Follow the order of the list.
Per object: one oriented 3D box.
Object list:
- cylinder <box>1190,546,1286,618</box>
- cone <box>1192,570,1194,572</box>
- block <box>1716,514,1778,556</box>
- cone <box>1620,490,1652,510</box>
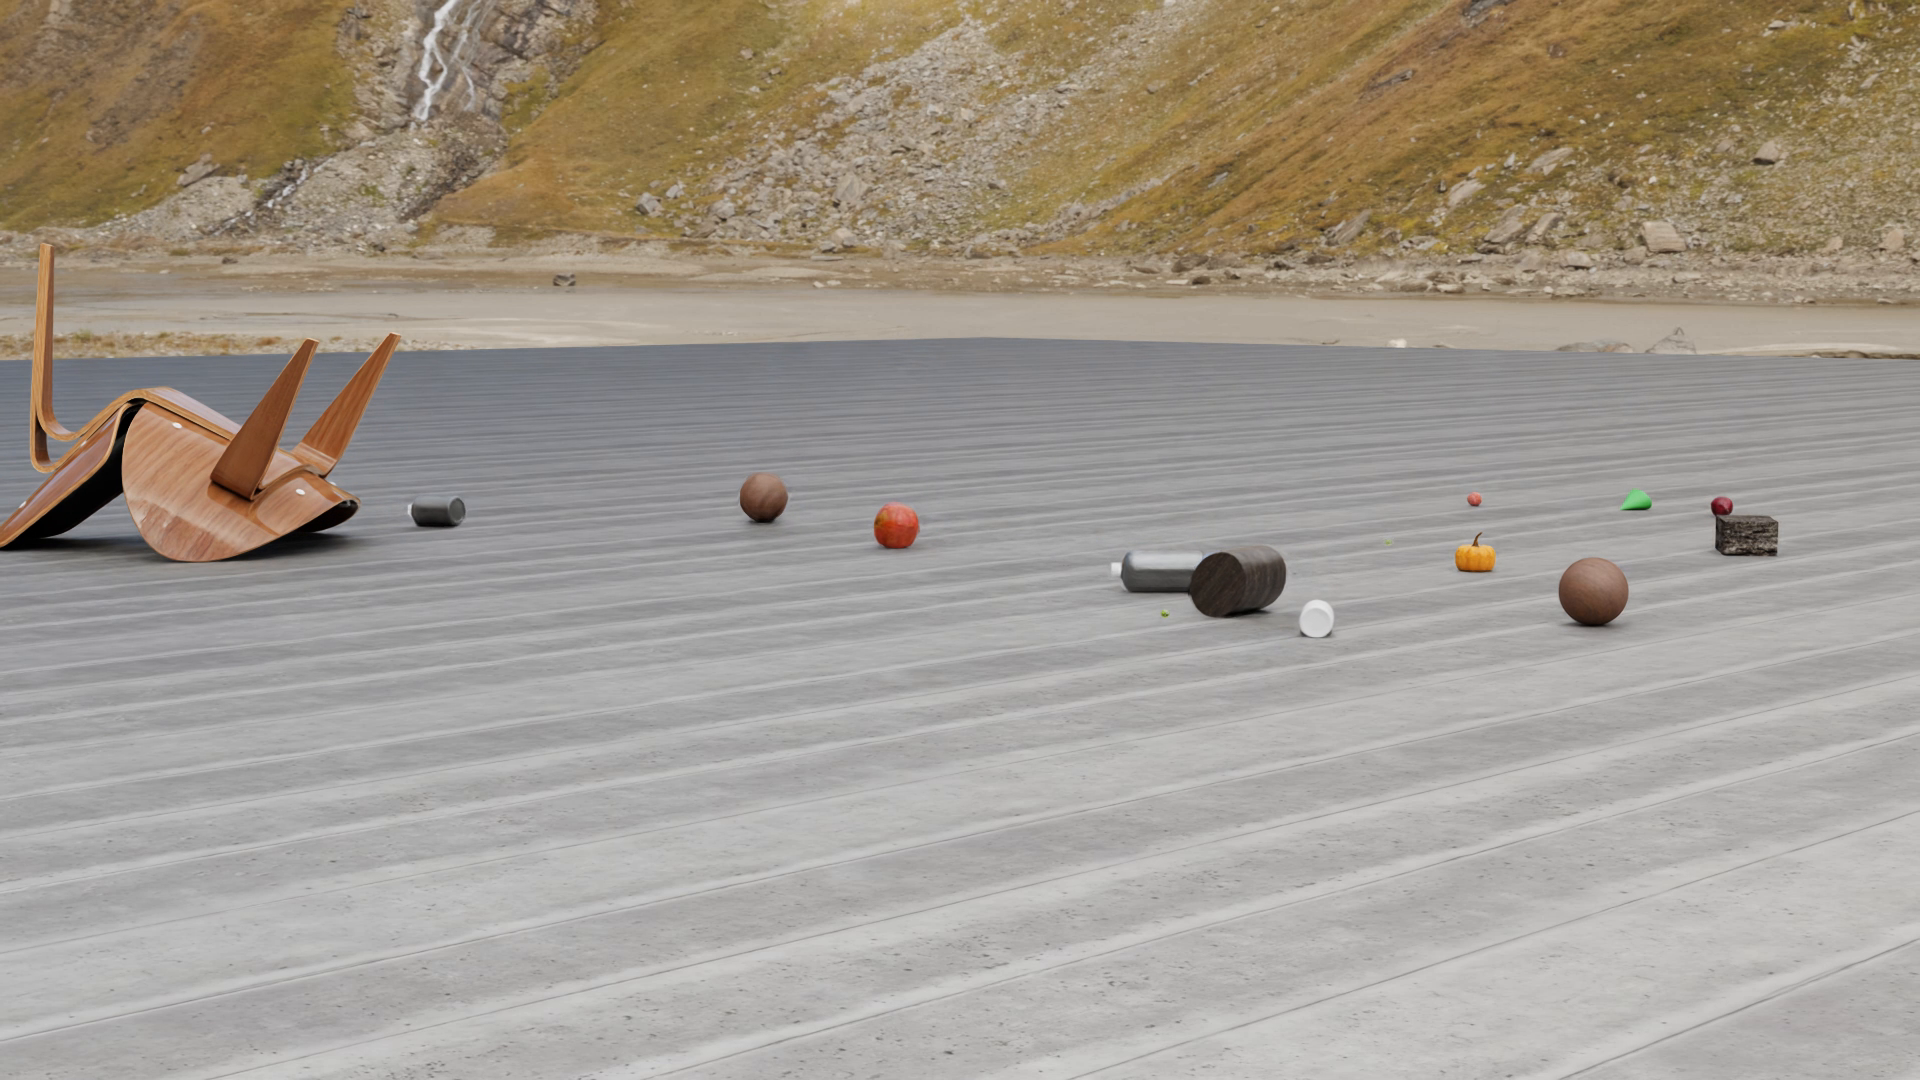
[{"bbox_3d":[0.544,0.081,5.011,0.152,0.137,0.114,-7,52,-51],"label":"cylinder"},{"bbox_3d":[0.552,0.061,5.700,0.086,0.049,0.085,-17,-14,5],"label":"cone"},{"bbox_3d":[1.877,-0.011,6.125,0.122,0.081,0.168,1,6,10],"label":"block"},{"bbox_3d":[1.891,-0.100,7.241,0.076,0.062,0.100,-25,19,-16],"label":"cone"}]
